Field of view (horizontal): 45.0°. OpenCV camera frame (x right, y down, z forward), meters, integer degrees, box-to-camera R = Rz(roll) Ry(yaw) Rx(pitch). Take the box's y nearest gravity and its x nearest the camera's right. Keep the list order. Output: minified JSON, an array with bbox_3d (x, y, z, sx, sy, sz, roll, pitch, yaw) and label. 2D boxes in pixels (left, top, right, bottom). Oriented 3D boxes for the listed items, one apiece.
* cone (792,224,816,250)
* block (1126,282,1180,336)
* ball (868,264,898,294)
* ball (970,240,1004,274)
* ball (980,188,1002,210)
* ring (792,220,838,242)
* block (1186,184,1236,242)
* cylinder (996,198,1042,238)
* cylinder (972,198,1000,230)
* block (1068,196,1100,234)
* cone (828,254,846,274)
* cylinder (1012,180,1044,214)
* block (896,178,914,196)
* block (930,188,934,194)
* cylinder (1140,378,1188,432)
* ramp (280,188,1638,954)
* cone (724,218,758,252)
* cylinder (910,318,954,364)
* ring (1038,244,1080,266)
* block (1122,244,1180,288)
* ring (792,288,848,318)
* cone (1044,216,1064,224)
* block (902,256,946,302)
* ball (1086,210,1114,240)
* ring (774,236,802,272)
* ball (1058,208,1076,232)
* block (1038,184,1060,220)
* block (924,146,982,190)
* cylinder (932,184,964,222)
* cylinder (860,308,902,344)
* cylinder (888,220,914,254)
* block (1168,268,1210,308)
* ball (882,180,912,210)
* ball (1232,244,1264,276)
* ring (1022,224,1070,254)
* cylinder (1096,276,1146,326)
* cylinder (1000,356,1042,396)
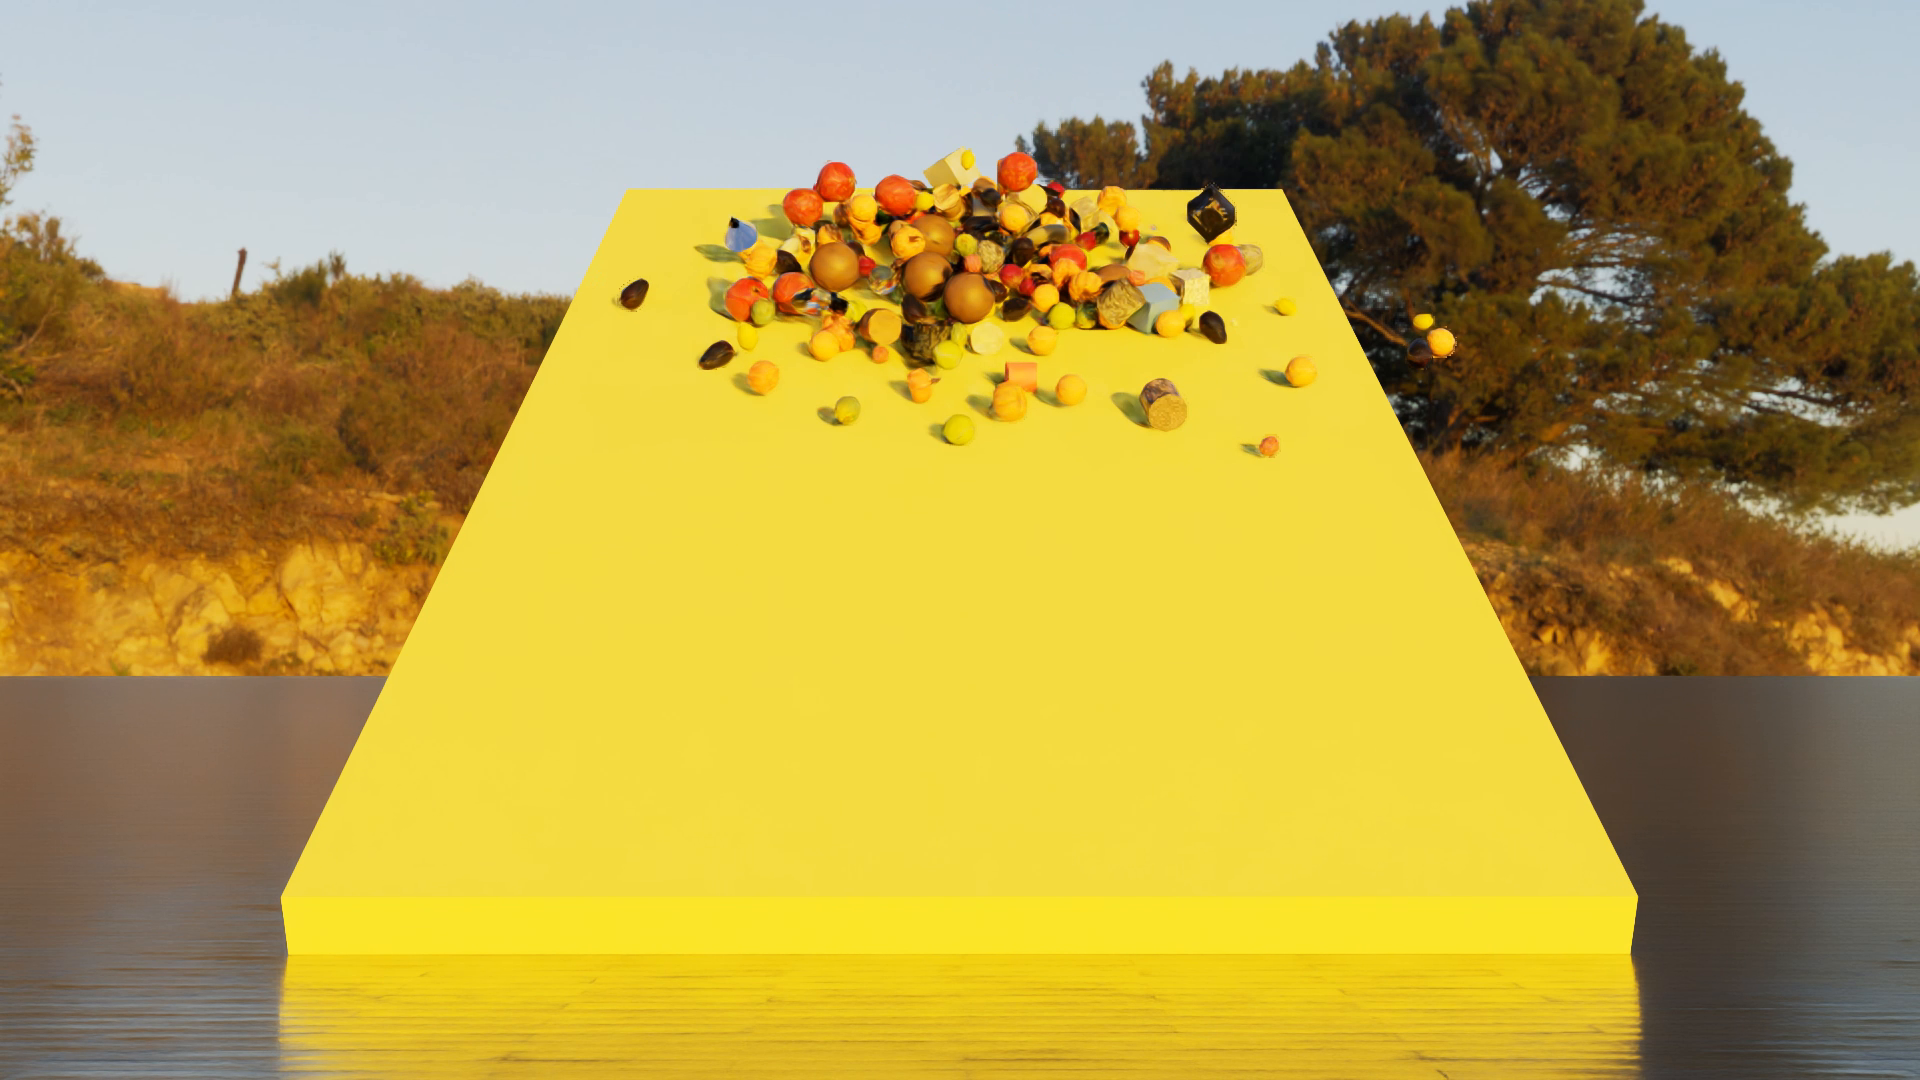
[{"bbox_3d":[-0.446,-0.858,6.461,0.075,0.075,0.075,-1,-26,13],"label":"cone"},{"bbox_3d":[0.484,-0.581,5.824,0.091,0.091,0.091,-14,39,-29],"label":"block"},{"bbox_3d":[-0.199,-0.672,5.991,0.077,0.077,0.077,0,-3,0],"label":"ball"},{"bbox_3d":[0.071,-0.738,6.045,0.088,0.088,0.088,0,-3,0],"label":"ball"},{"bbox_3d":[0.086,-0.958,6.511,0.058,0.058,0.058,0,-3,0],"label":"ball"},{"bbox_3d":[-0.413,-0.877,6.582,0.133,0.044,0.133,1,23,0],"label":"ring"},{"bbox_3d":[0.668,-0.869,6.184,0.091,0.091,0.091,-35,-63,27],"label":"block"},{"bbox_3d":[0.165,-0.889,6.437,0.093,0.093,0.093,-2,-15,29],"label":"cylinder"},{"bbox_3d":[0.075,-0.926,6.582,0.082,0.082,0.082,0,0,0],"label":"cylinder"},{"bbox_3d":[0.331,-0.868,6.182,0.060,0.060,0.060,-28,-34,-16],"label":"block"},{"bbox_3d":[-0.344,-0.755,6.271,0.051,0.051,0.051,-22,-36,-17],"label":"cone"},{"bbox_3d":[0.192,-0.962,6.550,0.084,0.084,0.084,0,26,-3],"label":"cylinder"},{"bbox_3d":[-0.176,-1.030,6.837,0.051,0.051,0.051,3,-20,-38],"label":"block"},{"bbox_3d":[-0.051,-1.052,6.952,0.052,0.052,0.052,27,22,-9],"label":"block"},{"bbox_3d":[0.456,-0.303,5.201,0.090,0.090,0.090,1,28,-11],"label":"cylinder"},{"bbox_3d":[-0.008,-0.227,5.271,2.000,0.100,4.000,0,24,0],"label":"ramp"},{"bbox_3d":[-0.597,-0.836,6.186,0.096,0.096,0.096,-1,-25,11],"label":"cone"},{"bbox_3d":[-0.068,-0.479,5.587,0.092,0.092,0.092,8,15,-2],"label":"cylinder"},{"bbox_3d":[0.272,-0.783,6.374,0.117,0.039,0.117,0,19,0],"label":"ring"},{"bbox_3d":[0.499,-0.710,6.050,0.091,0.091,0.091,41,28,25],"label":"block"},{"bbox_3d":[-0.346,-0.584,5.740,0.143,0.048,0.143,6,-11,1],"label":"ring"},{"bbox_3d":[0.260,-0.898,6.571,0.054,0.054,0.054,15,-6,-11],"label":"cone"},{"bbox_3d":[-0.095,-0.683,6.077,0.092,0.092,0.092,8,25,17],"label":"block"},{"bbox_3d":[0.392,-0.890,6.565,0.085,0.085,0.085,0,-3,0],"label":"ball"},{"bbox_3d":[-0.465,-0.769,6.262,0.036,0.109,0.109,33,-1,5],"label":"ring"},{"bbox_3d":[0.315,-0.918,6.650,0.066,0.066,0.066,0,-3,0],"label":"ball"},{"bbox_3d":[0.245,-0.985,6.772,0.071,0.071,0.071,20,26,-3],"label":"block"},{"bbox_3d":[-0.023,-1.066,6.740,0.100,0.100,0.100,-22,14,46],"label":"block"},{"bbox_3d":[-0.033,-0.938,6.455,0.079,0.079,0.079,-1,-18,11],"label":"cylinder"},{"bbox_3d":[-0.193,-0.518,5.612,0.084,0.084,0.084,1,7,-18],"label":"cylinder"},{"bbox_3d":[-0.164,-0.844,6.461,0.071,0.071,0.071,0,32,-4],"label":"cylinder"},{"bbox_3d":[0.596,-0.655,6.034,0.077,0.077,0.077,-11,26,-24],"label":"block"},{"bbox_3d":[-0.180,-0.979,6.577,0.086,0.086,0.086,0,-3,0],"label":"ball"},{"bbox_3d":[0.776,-0.757,6.258,0.087,0.087,0.087,0,-3,0],"label":"ball"},{"bbox_3d":[0.237,-0.832,6.413,0.140,0.047,0.140,-12,-11,-2],"label":"ring"},{"bbox_3d":[0.398,-0.593,5.754,0.088,0.088,0.088,-39,-21,23],"label":"cylinder"},{"bbox_3d":[0.143,-0.381,5.411,0.069,0.069,0.069,-29,9,-23],"label":"cylinder"}]
